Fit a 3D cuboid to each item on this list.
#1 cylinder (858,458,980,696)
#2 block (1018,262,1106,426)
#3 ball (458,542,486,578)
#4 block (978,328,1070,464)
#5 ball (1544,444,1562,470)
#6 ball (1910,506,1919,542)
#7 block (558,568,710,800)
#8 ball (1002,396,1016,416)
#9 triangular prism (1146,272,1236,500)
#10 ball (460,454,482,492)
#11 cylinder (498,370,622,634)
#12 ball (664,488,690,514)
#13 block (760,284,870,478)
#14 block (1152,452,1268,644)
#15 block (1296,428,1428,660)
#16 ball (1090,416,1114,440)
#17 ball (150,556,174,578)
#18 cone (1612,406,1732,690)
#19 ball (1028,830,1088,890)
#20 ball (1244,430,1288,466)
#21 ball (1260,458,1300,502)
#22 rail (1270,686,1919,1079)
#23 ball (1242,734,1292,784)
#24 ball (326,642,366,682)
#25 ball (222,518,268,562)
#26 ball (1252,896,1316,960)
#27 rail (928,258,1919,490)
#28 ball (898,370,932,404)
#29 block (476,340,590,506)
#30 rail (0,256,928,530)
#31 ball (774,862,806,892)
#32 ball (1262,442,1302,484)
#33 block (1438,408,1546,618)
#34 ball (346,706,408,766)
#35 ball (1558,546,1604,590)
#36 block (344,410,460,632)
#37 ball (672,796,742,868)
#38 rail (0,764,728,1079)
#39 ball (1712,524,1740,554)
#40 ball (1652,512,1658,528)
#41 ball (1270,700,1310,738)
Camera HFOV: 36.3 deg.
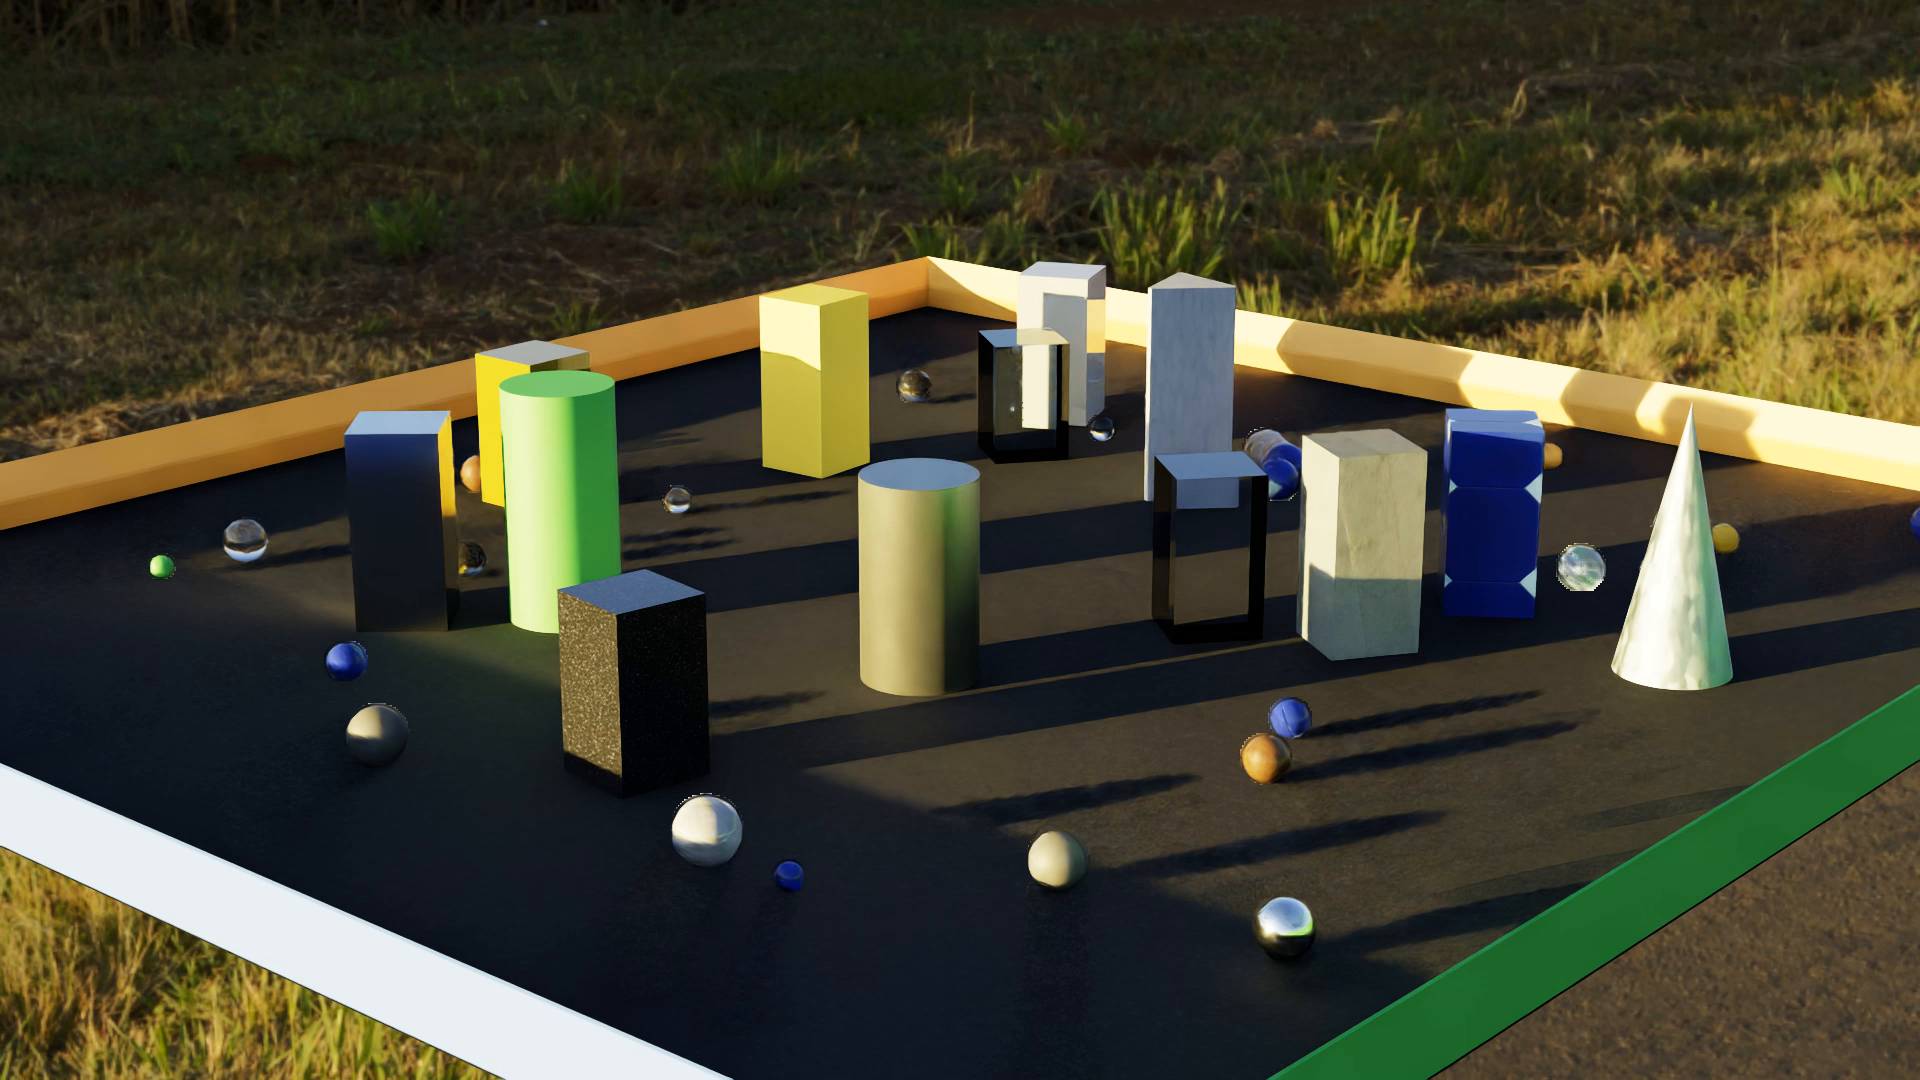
[{"bbox_3d":[-0.064,0.057,4.669,0.192,0.337,0.192,0,17,0],"label":"cylinder"},{"bbox_3d":[0.218,-0.422,6.292,0.154,0.318,0.154,5,18,17],"label":"block"},{"bbox_3d":[-0.876,0.035,5.215,0.065,0.065,0.065,0,17,0],"label":"ball"},{"bbox_3d":[0.129,-0.297,6.005,0.154,0.243,0.154,-4,17,-12],"label":"block"},{"bbox_3d":[1.188,-0.169,5.909,0.053,0.053,0.053,0,17,0],"label":"ball"},{"bbox_3d":[1.791,-0.028,5.385,0.087,0.087,0.087,0,17,0],"label":"ball"},{"bbox_3d":[-0.475,0.208,4.272,0.154,0.279,0.154,-14,22,-38],"label":"block"},{"bbox_3d":[0.113,-0.290,6.328,0.044,0.044,0.044,0,17,0],"label":"ball"},{"bbox_3d":[0.436,-0.300,5.712,0.166,0.420,0.144,-2,17,-5],"label":"triangular prism"},{"bbox_3d":[-0.940,-0.130,5.742,0.076,0.076,0.076,0,17,0],"label":"ball"},{"bbox_3d":[-0.673,-0.066,4.958,0.192,0.407,0.192,0,17,0],"label":"cylinder"},{"bbox_3d":[-0.540,-0.076,5.608,0.050,0.050,0.050,0,17,0],"label":"ball"},{"bbox_3d":[-0.291,-0.321,5.901,0.154,0.351,0.154,12,21,35],"label":"block"},{"bbox_3d":[0.416,0.012,4.912,0.154,0.284,0.154,-3,17,-10],"label":"block"},{"bbox_3d":[0.660,0.006,4.831,0.154,0.342,0.154,-5,17,-15],"label":"block"},{"bbox_3d":[0.297,-0.233,6.125,0.051,0.051,0.051,0,17,0],"label":"ball"},{"bbox_3d":[-1.419,0.048,5.212,0.042,0.042,0.042,0,17,0],"label":"ball"},{"bbox_3d":[1.153,-0.002,4.682,0.192,0.444,0.192,0,17,0],"label":"cone"},{"bbox_3d":[0.130,0.426,3.894,0.080,0.080,0.080,0,17,0],"label":"ball"},{"bbox_3d":[0.614,-0.175,5.865,0.091,0.091,0.091,0,17,0],"label":"ball"},{"bbox_3d":[0.615,-0.117,5.685,0.084,0.084,0.084,0,17,0],"label":"ball"},{"bbox_3d":[1.200,0.332,4.123,0.045,0.125,3.464,14,22,39],"label":"rail"},{"bbox_3d":[0.446,0.318,4.266,0.070,0.070,0.070,0,17,0],"label":"ball"},{"bbox_3d":[-0.982,0.195,4.691,0.062,0.062,0.062,0,17,0],"label":"ball"},{"bbox_3d":[-1.293,0.001,5.303,0.079,0.079,0.079,0,17,0],"label":"ball"},{"bbox_3d":[0.408,0.488,3.687,0.080,0.080,0.080,0,17,0],"label":"ball"},{"bbox_3d":[1.120,-0.342,6.355,3.225,0.125,0.045,14,22,39],"label":"rail"},{"bbox_3d":[-0.098,-0.337,6.431,0.073,0.073,0.073,0,17,0],"label":"ball"},{"bbox_3d":[-0.819,-0.219,5.660,0.154,0.293,0.154,14,21,38],"label":"block"},{"bbox_3d":[-1.200,-0.270,6.118,0.045,0.125,3.464,14,22,39],"label":"rail"},{"bbox_3d":[-0.226,0.447,3.892,0.041,0.041,0.041,0,17,0],"label":"ball"},{"bbox_3d":[0.639,-0.145,5.768,0.091,0.091,0.091,0,17,0],"label":"ball"},{"bbox_3d":[0.909,-0.047,5.034,0.154,0.326,0.154,1,17,5],"label":"block"},{"bbox_3d":[-0.861,0.289,4.332,0.089,0.089,0.089,0,17,0],"label":"ball"},{"bbox_3d":[1.090,0.050,5.143,0.079,0.079,0.079,0,17,0],"label":"ball"},{"bbox_3d":[-0.940,-0.032,4.956,0.154,0.344,0.154,0,17,-2],"label":"block"},{"bbox_3d":[-0.342,0.395,3.969,0.096,0.096,0.096,0,17,0],"label":"ball"},{"bbox_3d":[-1.120,0.404,3.885,3.225,0.125,0.045,14,22,39],"label":"rail"},{"bbox_3d":[1.395,-0.002,5.355,0.055,0.055,0.055,0,17,0],"label":"ball"},{"bbox_3d":[1.316,-0.028,5.394,0.081,0.081,0.081,0,17,0],"label":"ball"},{"bbox_3d":[0.501,0.271,4.442,0.059,0.059,0.059,0,17,0],"label":"ball"}]
